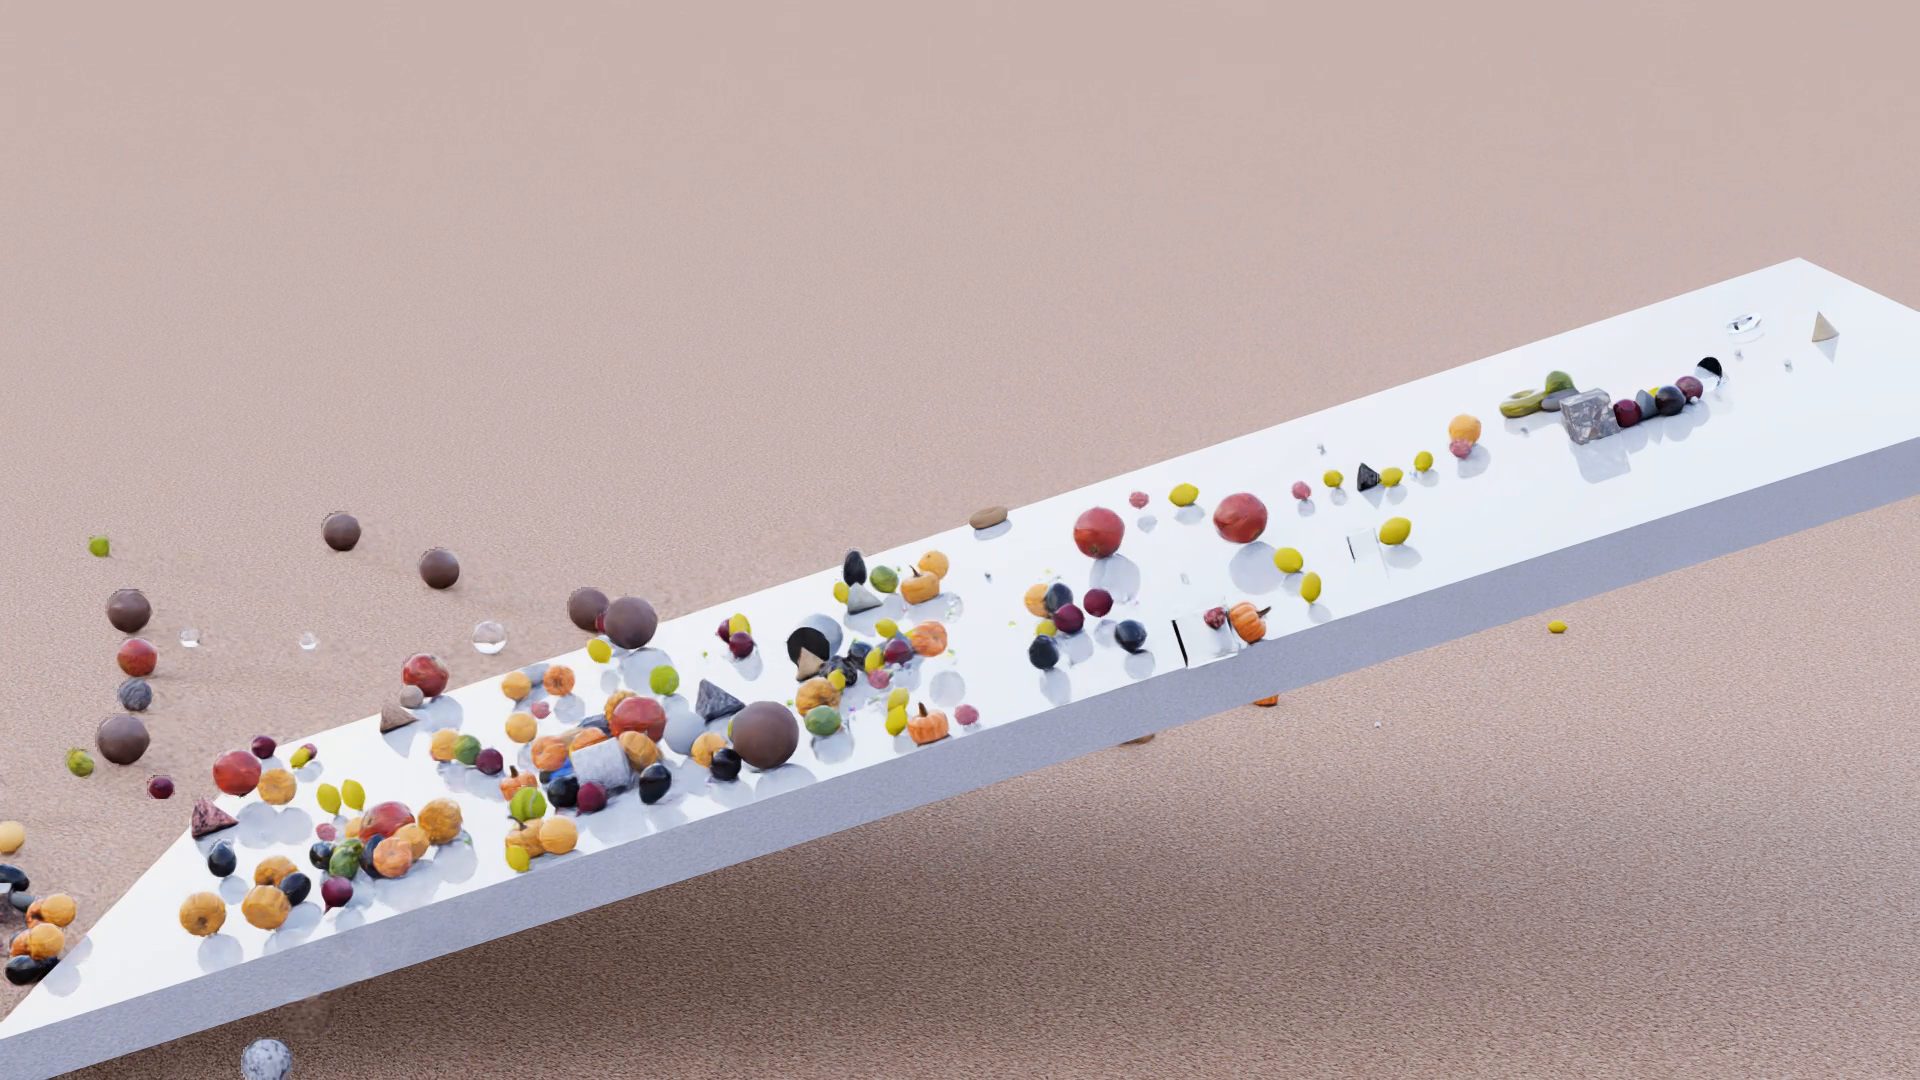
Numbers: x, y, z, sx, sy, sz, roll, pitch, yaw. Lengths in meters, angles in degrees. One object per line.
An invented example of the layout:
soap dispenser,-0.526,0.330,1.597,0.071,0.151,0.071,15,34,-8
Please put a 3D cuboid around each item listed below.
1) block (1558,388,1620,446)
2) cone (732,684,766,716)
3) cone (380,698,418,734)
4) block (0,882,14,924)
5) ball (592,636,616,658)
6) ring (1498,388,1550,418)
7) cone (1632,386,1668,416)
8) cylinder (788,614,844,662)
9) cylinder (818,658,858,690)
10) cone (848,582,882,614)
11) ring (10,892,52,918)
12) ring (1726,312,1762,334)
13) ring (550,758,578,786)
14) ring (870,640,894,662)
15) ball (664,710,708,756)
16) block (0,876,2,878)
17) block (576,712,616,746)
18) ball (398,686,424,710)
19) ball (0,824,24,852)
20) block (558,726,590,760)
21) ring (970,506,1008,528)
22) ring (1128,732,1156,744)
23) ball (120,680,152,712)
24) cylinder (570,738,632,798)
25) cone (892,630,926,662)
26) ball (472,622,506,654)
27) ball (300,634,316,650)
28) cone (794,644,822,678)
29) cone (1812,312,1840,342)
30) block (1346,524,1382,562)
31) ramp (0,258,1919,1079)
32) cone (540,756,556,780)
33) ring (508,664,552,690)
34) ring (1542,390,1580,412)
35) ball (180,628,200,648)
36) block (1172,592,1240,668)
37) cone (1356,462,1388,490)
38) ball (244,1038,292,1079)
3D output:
block,1.276,-0.251,5.966,0.084,0.084,0.084,-19,11,2
cone,-0.430,0.344,6.063,0.072,0.072,0.072,-7,16,2
cone,-1.364,0.434,7.182,0.089,0.089,0.089,7,11,-5
block,-2.132,0.803,6.495,0.071,0.071,0.071,-2,12,-11
ball,-0.867,0.260,7.158,0.056,0.056,0.056,0,12,0
ring,1.231,-0.299,6.412,0.117,0.039,0.117,-17,11,3
cone,1.412,-0.269,5.971,0.067,0.067,0.067,22,12,-1
cylinder,-0.310,0.218,6.298,0.096,0.096,0.096,3,17,14
cylinder,-0.250,0.273,6.026,0.057,0.057,0.057,-13,5,27
cone,-0.208,0.139,6.693,0.076,0.076,0.076,12,15,14
ring,-2.050,0.806,6.486,0.097,0.032,0.097,20,-19,8
ring,1.729,-0.479,6.492,0.080,0.027,0.080,-22,9,4
ring,-0.796,0.473,6.027,0.097,0.032,0.097,-17,13,4
ring,-0.154,0.231,6.162,0.075,0.025,0.075,-19,14,5
ball,-0.547,0.387,5.880,0.090,0.090,0.090,0,12,0
block,-2.269,0.730,6.795,0.091,0.091,0.091,-4,13,-20
block,-0.775,0.406,6.269,0.054,0.054,0.054,-16,11,14
ball,-1.368,0.393,7.334,0.062,0.062,0.062,0,12,0
ball,-2.251,0.705,6.964,0.070,0.070,0.070,0,12,0
block,-0.814,0.430,6.222,0.052,0.052,0.052,-19,11,1
ring,0.070,-0.055,7.196,0.098,0.033,0.098,-18,12,4
ring,0.482,0.522,7.911,0.088,0.029,0.088,-5,19,2
ball,-2.298,0.434,8.206,0.088,0.088,0.088,0,12,0
cylinder,-0.706,0.447,5.787,0.094,0.094,0.094,-19,13,-2
cone,-0.103,0.223,6.101,0.067,0.067,0.067,7,12,-4
ball,-1.415,0.295,8.840,0.099,0.099,0.099,0,12,0
ball,-1.971,0.309,8.892,0.050,0.050,0.050,0,12,0
cone,-0.304,0.266,6.222,0.075,0.075,0.075,17,7,-16
cone,1.800,-0.452,6.143,0.060,0.060,0.060,-18,11,4
block,0.773,0.005,5.631,0.052,0.052,0.052,-16,11,14
ramp,0.105,0.181,6.307,4.000,0.100,2.000,-18,11,6
cone,-0.834,0.481,6.074,0.053,0.053,0.053,23,12,-2
ring,-1.043,0.333,7.144,0.115,0.038,0.115,-18,12,4
ring,1.295,-0.301,6.339,0.087,0.029,0.087,-19,11,4
ball,-2.333,0.298,8.917,0.060,0.060,0.060,0,12,0
block,0.442,0.163,5.290,0.095,0.095,0.095,-17,11,11
cone,0.874,-0.129,6.202,0.061,0.061,0.061,7,11,-5
ball,-1.268,0.958,5.387,0.088,0.088,0.088,0,12,0
